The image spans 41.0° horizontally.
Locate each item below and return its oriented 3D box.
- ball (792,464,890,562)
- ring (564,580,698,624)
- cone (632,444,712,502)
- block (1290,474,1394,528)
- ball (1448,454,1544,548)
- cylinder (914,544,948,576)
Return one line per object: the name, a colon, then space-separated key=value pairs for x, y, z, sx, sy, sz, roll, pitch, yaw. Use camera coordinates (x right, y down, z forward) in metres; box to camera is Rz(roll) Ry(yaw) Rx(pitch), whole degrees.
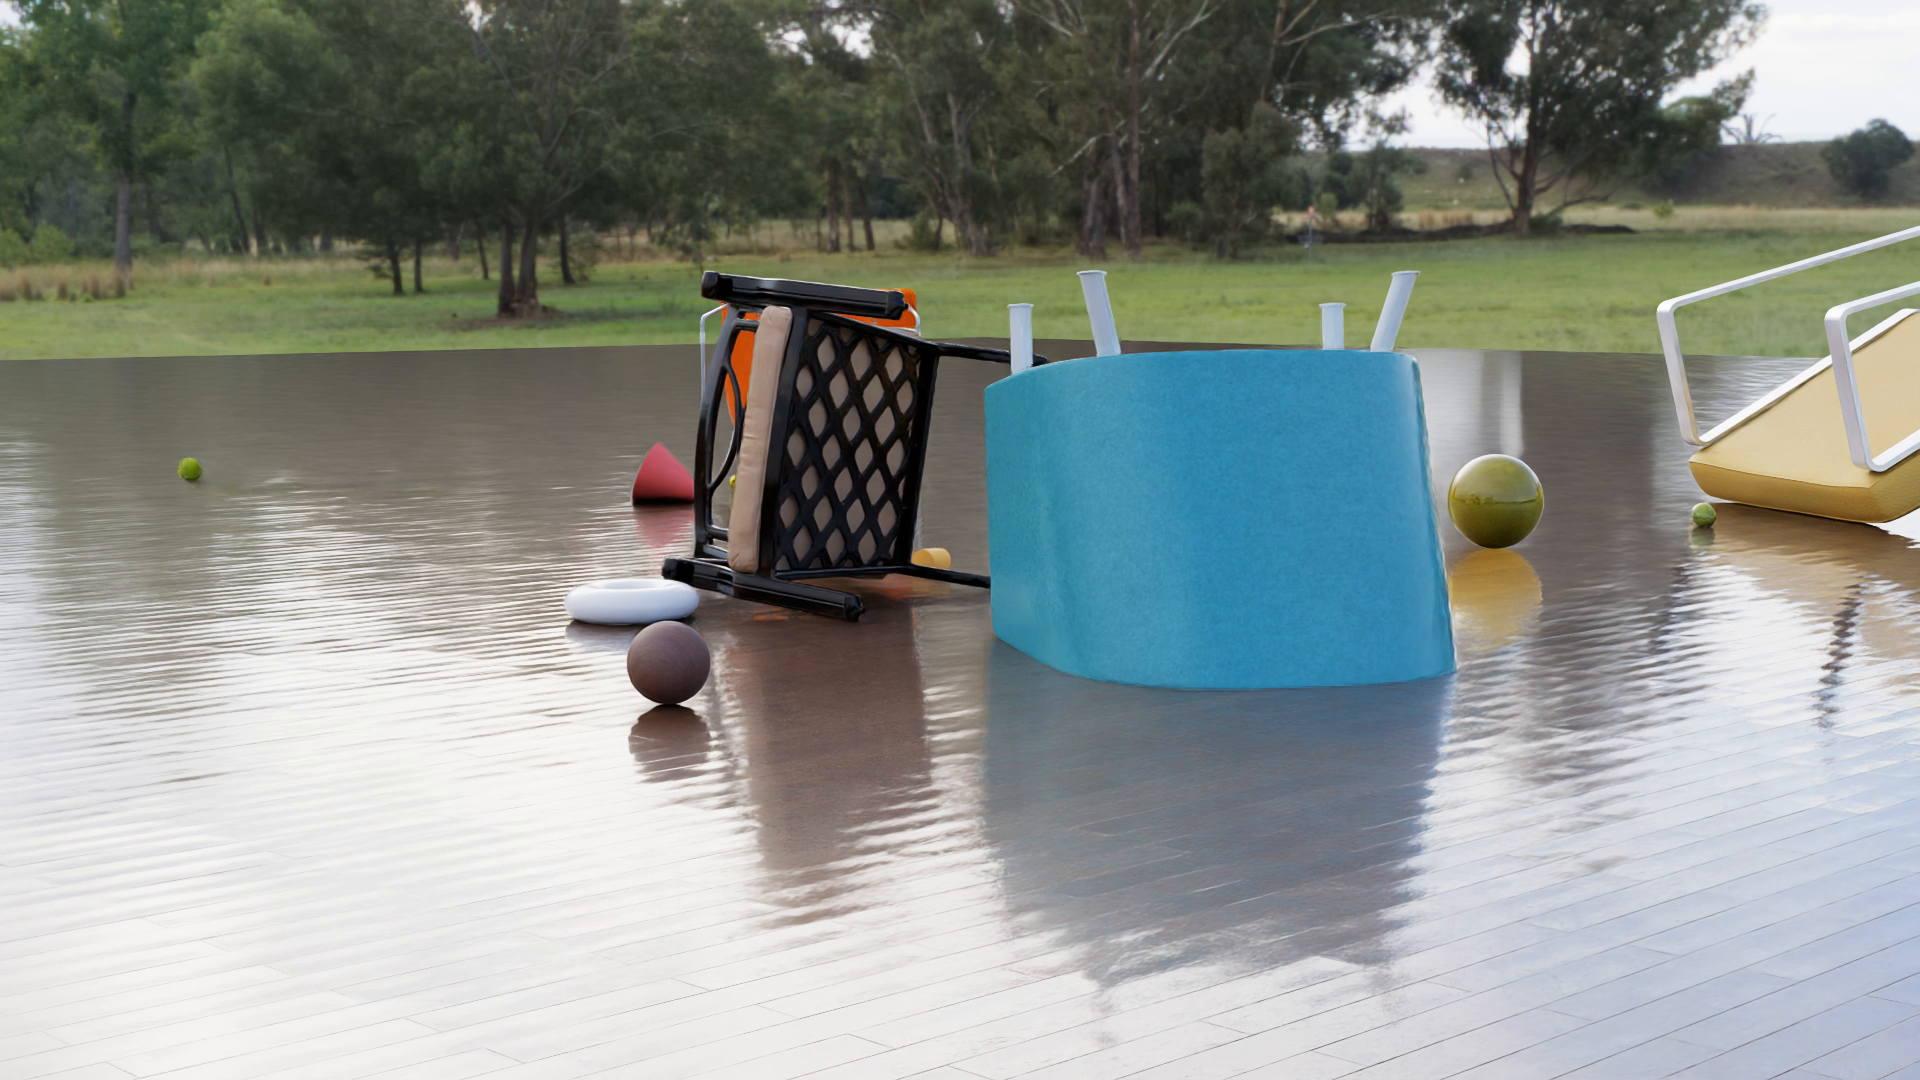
ball: x=-0.273 y=-0.062 z=5.916 sx=0.226 sy=0.226 sz=0.226 roll=0 pitch=6 yaw=0
ring: x=-0.632 y=0.118 z=4.946 sx=0.258 sy=0.067 sz=0.256 roll=-4 pitch=7 yaw=-31
cone: x=-0.816 y=-0.154 z=7.489 sx=0.217 sy=0.184 sz=0.229 roll=24 pitch=-7 yaw=3
block: x=1.015 y=-0.105 z=6.832 sx=0.211 sy=0.122 sz=0.186 roll=-2 pitch=6 yaw=-20
ball: x=1.294 y=-0.094 z=6.199 sx=0.230 sy=0.230 sz=0.230 roll=0 pitch=6 yaw=0
cylinder: x=-0.064 y=0.048 z=5.649 sx=0.050 sy=0.060 sz=0.074 roll=-30 pitch=-4 yaw=-20
